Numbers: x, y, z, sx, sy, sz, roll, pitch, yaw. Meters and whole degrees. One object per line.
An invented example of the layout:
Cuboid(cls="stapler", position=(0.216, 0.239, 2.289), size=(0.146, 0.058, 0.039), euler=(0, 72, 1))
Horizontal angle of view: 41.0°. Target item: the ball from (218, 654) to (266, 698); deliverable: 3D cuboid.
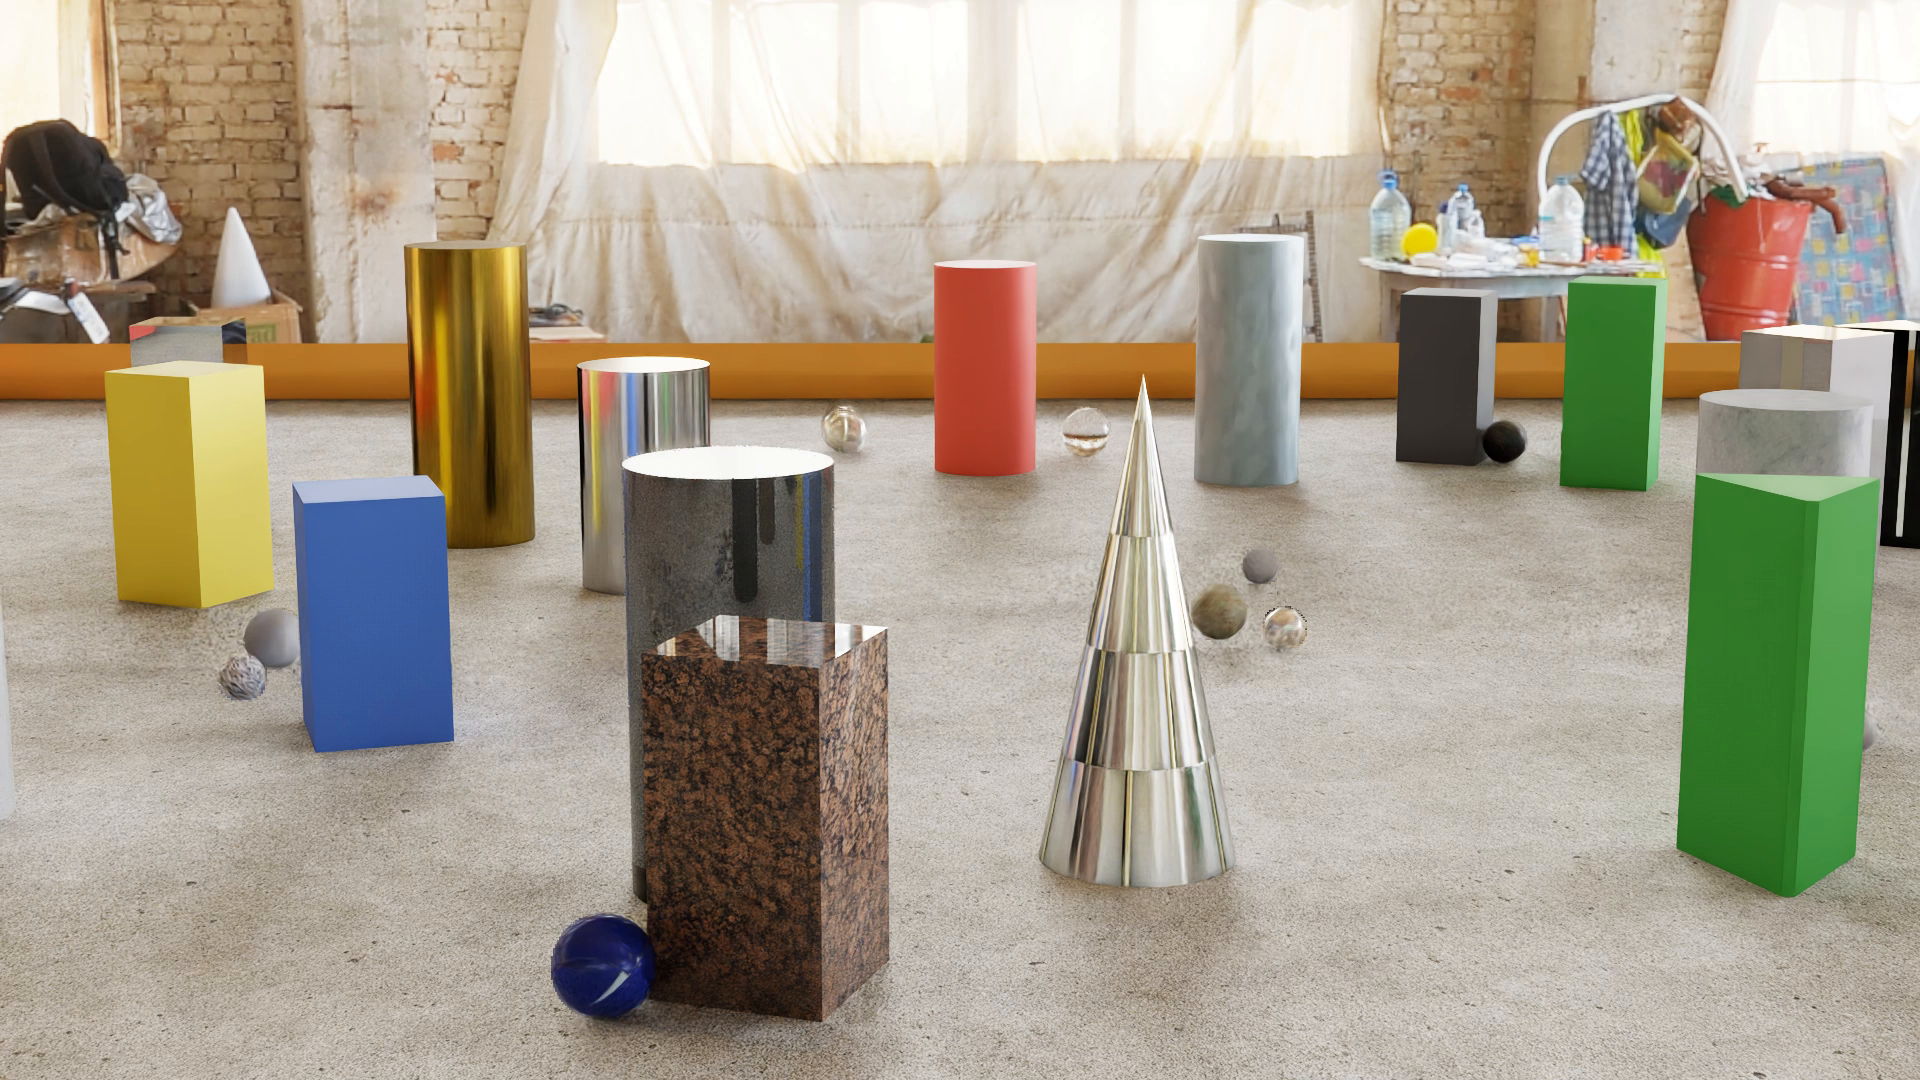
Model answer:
Cuboid(cls="ball", position=(-0.828, 0.157, 2.961), size=(0.052, 0.052, 0.052), euler=(0, 11, 0))

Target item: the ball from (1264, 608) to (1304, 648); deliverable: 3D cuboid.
Cuboid(cls="ball", position=(0.407, 0.110, 3.215), size=(0.051, 0.051, 0.051), euler=(0, 11, 0))

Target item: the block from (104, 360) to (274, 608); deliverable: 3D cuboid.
Cuboid(cls="block", position=(-1.054, -0.079, 3.514), size=(0.146, 0.313, 0.146), euler=(5, 12, 25))

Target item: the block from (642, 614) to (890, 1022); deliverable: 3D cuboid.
Cuboid(cls="block", position=(-0.151, 0.215, 2.033), size=(0.146, 0.279, 0.146), euler=(4, 11, 19))

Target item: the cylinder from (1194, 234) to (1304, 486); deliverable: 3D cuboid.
Cuboid(cls="cylinder", position=(0.504, -0.316, 4.481), size=(0.183, 0.422, 0.183), euler=(0, 11, 0))

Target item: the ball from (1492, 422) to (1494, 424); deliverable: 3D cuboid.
Cuboid(cls="ball", position=(1.023, -0.215, 4.977), size=(0.042, 0.042, 0.042), euler=(0, 11, 0))

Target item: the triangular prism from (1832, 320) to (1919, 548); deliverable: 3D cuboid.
Cuboid(cls="triangular prism", position=(1.423, -0.166, 3.932), size=(0.158, 0.330, 0.137), euler=(6, 12, 29))

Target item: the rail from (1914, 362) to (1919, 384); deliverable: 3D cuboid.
Cuboid(cls="rail", position=(2.096, 0.028, 3.462), size=(0.045, 0.119, 4.335), euler=(0, 11, 0))

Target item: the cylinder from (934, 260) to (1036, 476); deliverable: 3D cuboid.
Cuboid(cls="cylinder", position=(0.045, -0.311, 4.601), size=(0.183, 0.368, 0.183), euler=(0, 11, 0))

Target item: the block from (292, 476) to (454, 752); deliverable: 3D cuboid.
Cuboid(cls="block", position=(-0.641, 0.077, 2.798), size=(0.146, 0.269, 0.146), euler=(-4, 11, -19))

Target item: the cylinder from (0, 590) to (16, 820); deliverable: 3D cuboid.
Cuboid(cls="cylinder", position=(-1.020, 0.106, 2.477), size=(0.183, 0.330, 0.183), euler=(0, 11, 0))

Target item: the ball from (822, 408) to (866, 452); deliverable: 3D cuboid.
Cuboid(cls="ball", position=(-0.217, -0.205, 4.812), size=(0.083, 0.083, 0.083), euler=(0, 11, 0))

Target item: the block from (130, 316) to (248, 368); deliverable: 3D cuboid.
Cuboid(cls="block", position=(-1.251, -0.203, 4.186), size=(0.146, 0.309, 0.146), euler=(0, 11, -1))

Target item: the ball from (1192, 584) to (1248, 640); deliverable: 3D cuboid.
Cuboid(cls="ball", position=(0.325, 0.090, 3.222), size=(0.070, 0.070, 0.070), euler=(0, 11, 0))

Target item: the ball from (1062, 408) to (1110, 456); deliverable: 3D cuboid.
Cuboid(cls="ball", position=(0.233, -0.199, 4.761), size=(0.090, 0.090, 0.090), euler=(0, 11, 0))

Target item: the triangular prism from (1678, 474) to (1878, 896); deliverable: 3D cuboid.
Cuboid(cls="triangular prism", position=(0.726, 0.121, 2.331), size=(0.137, 0.354, 0.158), euler=(8, 13, 38))

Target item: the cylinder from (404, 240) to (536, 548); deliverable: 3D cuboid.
Cuboid(cls="cylinder", position=(-0.747, -0.225, 3.918), size=(0.183, 0.450, 0.183), euler=(0, 11, 0))

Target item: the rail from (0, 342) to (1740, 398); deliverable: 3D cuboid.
Cuboid(cls="rail", position=(-0.012, -0.364, 5.557), size=(4.240, 0.119, 0.045), euler=(0, 11, 0))

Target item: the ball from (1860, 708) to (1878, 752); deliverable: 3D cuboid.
Cuboid(cls="ball", position=(0.950, 0.202, 2.728), size=(0.050, 0.050, 0.050), euler=(0, 11, 0))

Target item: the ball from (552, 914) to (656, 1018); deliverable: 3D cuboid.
Cuboid(cls="ball", position=(-0.274, 0.328, 1.976), size=(0.080, 0.080, 0.080), euler=(0, 11, 0))

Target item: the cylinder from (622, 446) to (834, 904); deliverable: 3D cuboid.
Cuboid(cls="cylinder", position=(-0.201, 0.120, 2.262), size=(0.183, 0.382, 0.183), euler=(0, 11, 0))

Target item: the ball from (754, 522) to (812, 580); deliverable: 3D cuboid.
Cuboid(cls="ball", position=(-0.251, 0.016, 3.637), size=(0.081, 0.081, 0.081), euler=(0, 11, 0))

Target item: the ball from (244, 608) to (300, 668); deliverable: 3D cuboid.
Cuboid(cls="ball", position=(-0.830, 0.119, 3.107), size=(0.073, 0.073, 0.073), euler=(0, 11, 0))

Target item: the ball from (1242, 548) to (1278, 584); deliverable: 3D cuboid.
Cuboid(cls="ball", position=(0.422, 0.036, 3.611), size=(0.051, 0.051, 0.051), euler=(0, 11, 0))

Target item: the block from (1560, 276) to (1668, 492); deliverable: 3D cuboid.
Cuboid(cls="block", position=(1.133, -0.274, 4.447), size=(0.146, 0.352, 0.146), euler=(4, 11, 22))

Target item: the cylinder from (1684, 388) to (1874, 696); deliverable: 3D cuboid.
Cuboid(cls="cylinder", position=(0.907, 0.022, 2.851), size=(0.183, 0.359, 0.183), euler=(0, 11, 0))

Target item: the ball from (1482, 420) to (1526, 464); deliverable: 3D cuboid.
Cuboid(cls="ball", position=(0.994, -0.179, 4.686), size=(0.078, 0.078, 0.078), euler=(0, 11, 0))

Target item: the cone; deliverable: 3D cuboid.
Cuboid(cls="cone", position=(0.164, 0.073, 2.336), size=(0.183, 0.448, 0.183), euler=(0, 11, 0))

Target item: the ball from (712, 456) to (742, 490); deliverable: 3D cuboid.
Cuboid(cls="ball", position=(-0.402, -0.116, 4.404), size=(0.058, 0.058, 0.058), euler=(0, 11, 0))

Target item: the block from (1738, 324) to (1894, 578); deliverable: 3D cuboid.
Cuboid(cls="block", position=(1.204, -0.120, 3.635), size=(0.146, 0.349, 0.146), euler=(-8, 13, -37))

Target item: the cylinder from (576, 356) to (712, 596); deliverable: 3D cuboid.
Cuboid(cls="cylinder", position=(-0.439, -0.091, 3.588), size=(0.183, 0.310, 0.183), euler=(0, 11, 0))

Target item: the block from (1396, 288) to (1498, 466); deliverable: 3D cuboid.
Cuboid(cls="block", position=(0.897, -0.303, 4.724), size=(0.146, 0.307, 0.146), euler=(5, 12, 23))
